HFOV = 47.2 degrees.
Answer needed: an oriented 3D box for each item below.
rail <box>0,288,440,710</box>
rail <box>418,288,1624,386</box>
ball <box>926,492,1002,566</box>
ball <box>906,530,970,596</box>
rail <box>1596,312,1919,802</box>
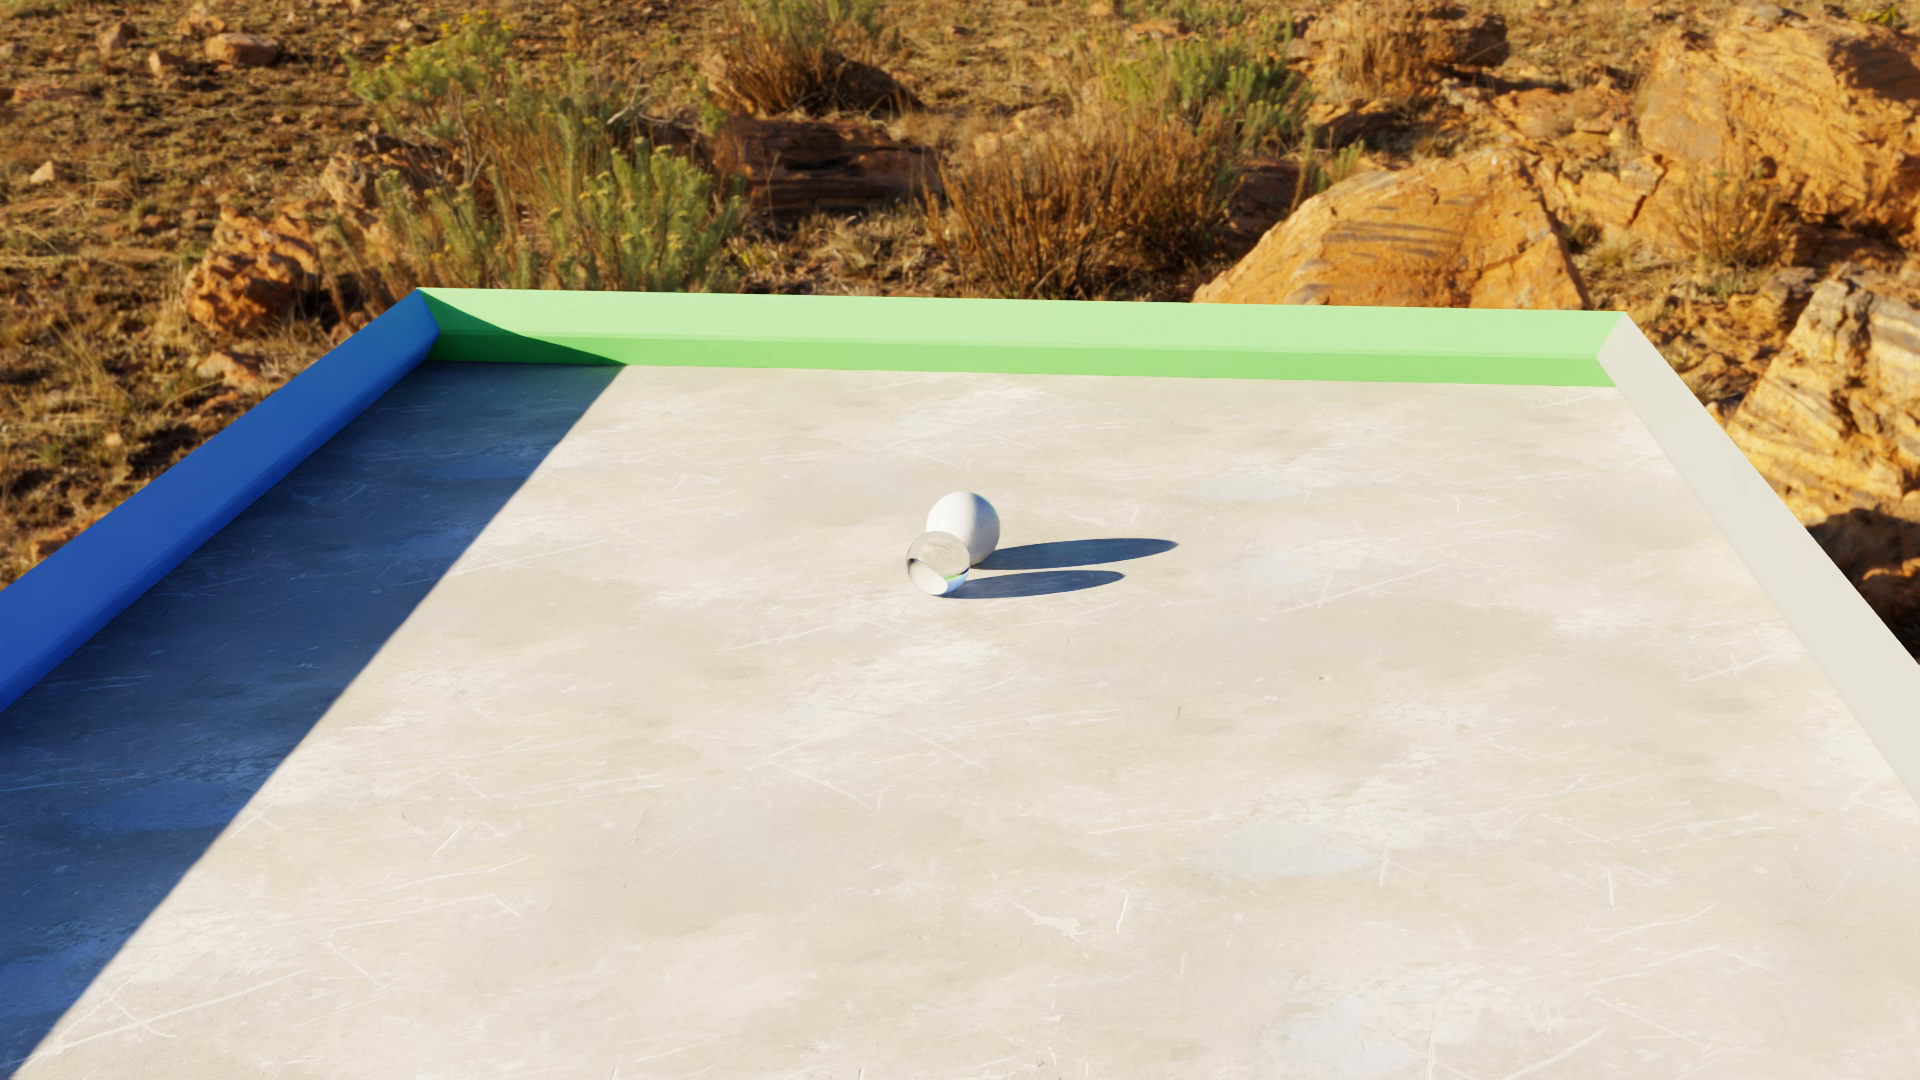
[{"bbox_3d":[-0.965,0.253,1.788,0.045,0.114,3.496,2,20,5],"label":"rail"},{"bbox_3d":[0.072,-0.303,3.334,1.837,0.114,0.045,2,20,5],"label":"rail"},{"bbox_3d":[0.004,-0.013,2.569,0.088,0.088,0.088,0,20,0],"label":"ball"},{"bbox_3d":[-0.025,0.026,2.481,0.074,0.074,0.074,0,20,0],"label":"ball"},{"bbox_3d":[0.818,0.303,1.646,0.045,0.114,3.496,2,20,5],"label":"rail"}]
